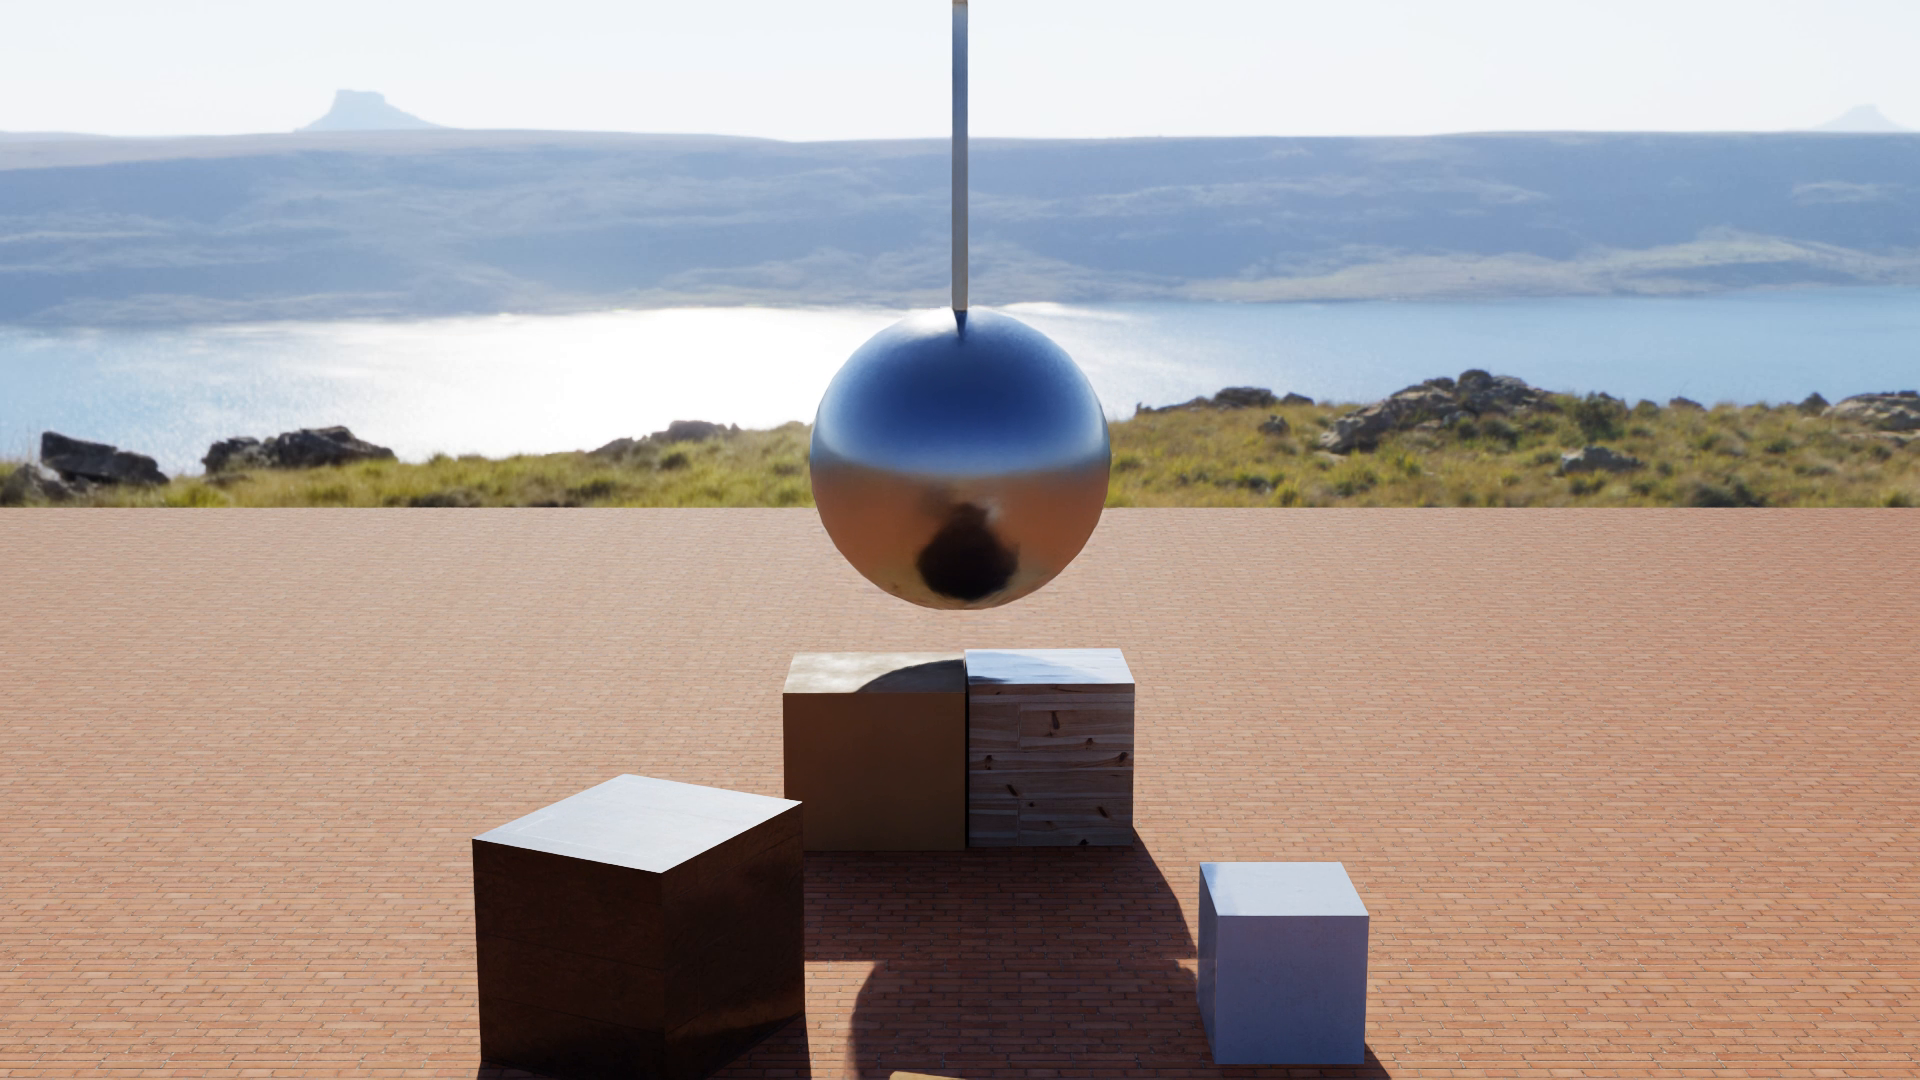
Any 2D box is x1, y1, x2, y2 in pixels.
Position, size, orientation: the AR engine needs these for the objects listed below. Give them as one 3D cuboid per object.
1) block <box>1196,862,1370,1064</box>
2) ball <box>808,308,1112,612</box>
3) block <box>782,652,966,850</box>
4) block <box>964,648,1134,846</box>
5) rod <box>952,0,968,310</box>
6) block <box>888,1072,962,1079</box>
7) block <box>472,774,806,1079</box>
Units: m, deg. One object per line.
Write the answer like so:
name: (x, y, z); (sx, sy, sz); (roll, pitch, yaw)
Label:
block: (1.267, 1.667, 8.721); (0.576, 0.601, 0.627); (0, 10, 0)
ball: (0.000, -0.424, 11.616); (1.600, 1.600, 1.600); (0, 10, 0)
block: (-0.427, 1.078, 11.361); (0.902, 0.814, 0.861); (0, 10, 0)
block: (0.448, 1.060, 11.380); (0.826, 0.842, 0.754); (0, 10, -2)
rod: (0.000, -3.706, 10.729); (0.080, 5.200, 0.080); (0, 15, 0)
block: (0.019, 2.059, 6.447); (0.687, 0.641, 0.809); (3, 11, 15)
block: (-1.241, 1.530, 8.648); (0.869, 0.895, 0.977); (5, 12, 27)
